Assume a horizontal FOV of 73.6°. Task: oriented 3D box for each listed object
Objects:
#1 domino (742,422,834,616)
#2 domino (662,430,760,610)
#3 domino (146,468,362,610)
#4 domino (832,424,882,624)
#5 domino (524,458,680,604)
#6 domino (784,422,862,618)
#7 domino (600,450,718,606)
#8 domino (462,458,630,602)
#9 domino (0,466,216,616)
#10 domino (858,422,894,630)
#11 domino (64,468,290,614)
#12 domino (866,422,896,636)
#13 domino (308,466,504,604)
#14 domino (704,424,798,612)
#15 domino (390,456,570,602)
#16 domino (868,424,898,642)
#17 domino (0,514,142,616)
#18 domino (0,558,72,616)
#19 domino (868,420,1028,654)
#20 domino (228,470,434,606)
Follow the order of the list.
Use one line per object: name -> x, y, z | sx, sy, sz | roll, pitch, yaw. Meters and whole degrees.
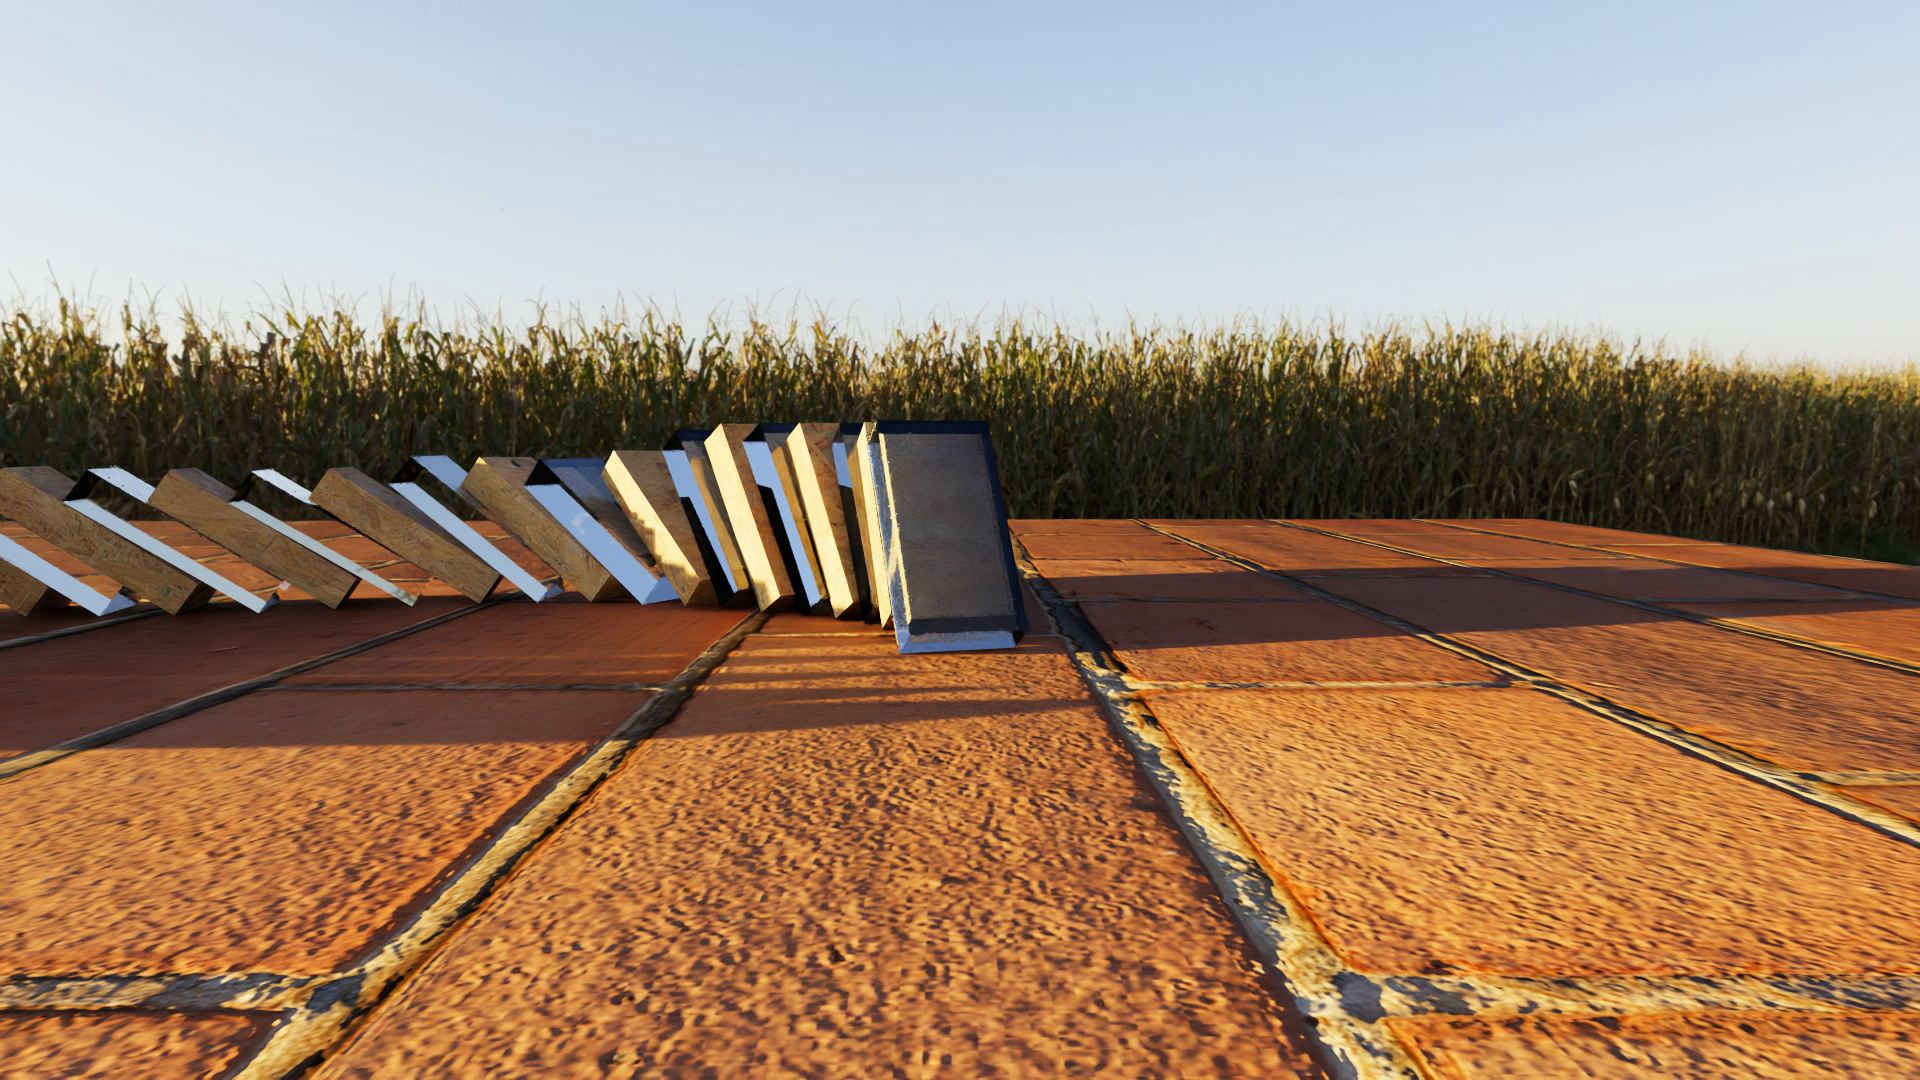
domino -> -0.036, -0.006, 0.332 | 0.025, 0.050, 0.009 | -4, -25, -43
domino -> -0.059, -0.006, 0.344 | 0.025, 0.050, 0.009 | -3, -30, -43
domino -> -0.182, -0.001, 0.335 | 0.050, 0.009, 0.025 | 35, -7, -17
domino -> -0.015, -0.005, 0.315 | 0.025, 0.050, 0.009 | -2, -27, -22
domino -> -0.094, -0.003, 0.356 | 0.050, 0.009, 0.025 | 42, 18, 15
domino -> -0.025, -0.006, 0.325 | 0.025, 0.050, 0.009 | -3, -26, -35
domino -> -0.075, -0.004, 0.353 | 0.025, 0.009, 0.050 | -4, 47, -50
domino -> -0.112, -0.004, 0.359 | 0.050, 0.010, 0.025 | 40, 12, 9
domino -> -0.215, 0.000, 0.324 | 0.050, 0.010, 0.025 | 36, -5, -14
domino -> -0.008, -0.004, 0.305 | 0.025, 0.050, 0.010 | -1, -27, -17
domino -> -0.197, 0.000, 0.328 | 0.050, 0.009, 0.025 | 35, -7, -17
domino -> -0.005, -0.003, 0.294 | 0.025, 0.050, 0.009 | -1, -27, -17
domino -> -0.148, -0.002, 0.348 | 0.050, 0.009, 0.025 | 34, -4, -13
domino -> -0.047, -0.007, 0.337 | 0.025, 0.050, 0.009 | -4, -25, -43
domino -> -0.130, -0.004, 0.355 | 0.050, 0.009, 0.025 | 39, 2, -4
domino -> -0.004, -0.002, 0.283 | 0.025, 0.050, 0.009 | -1, -27, -17
domino -> -0.232, 0.000, 0.323 | 0.050, 0.009, 0.025 | 37, -5, -14
domino -> -0.248, 0.000, 0.321 | 0.050, 0.009, 0.025 | 37, -6, -14
domino -> -0.003, -0.002, 0.271 | 0.025, 0.050, 0.009 | -1, -27, -17
domino -> -0.165, -0.001, 0.341 | 0.050, 0.009, 0.025 | 34, -6, -17
